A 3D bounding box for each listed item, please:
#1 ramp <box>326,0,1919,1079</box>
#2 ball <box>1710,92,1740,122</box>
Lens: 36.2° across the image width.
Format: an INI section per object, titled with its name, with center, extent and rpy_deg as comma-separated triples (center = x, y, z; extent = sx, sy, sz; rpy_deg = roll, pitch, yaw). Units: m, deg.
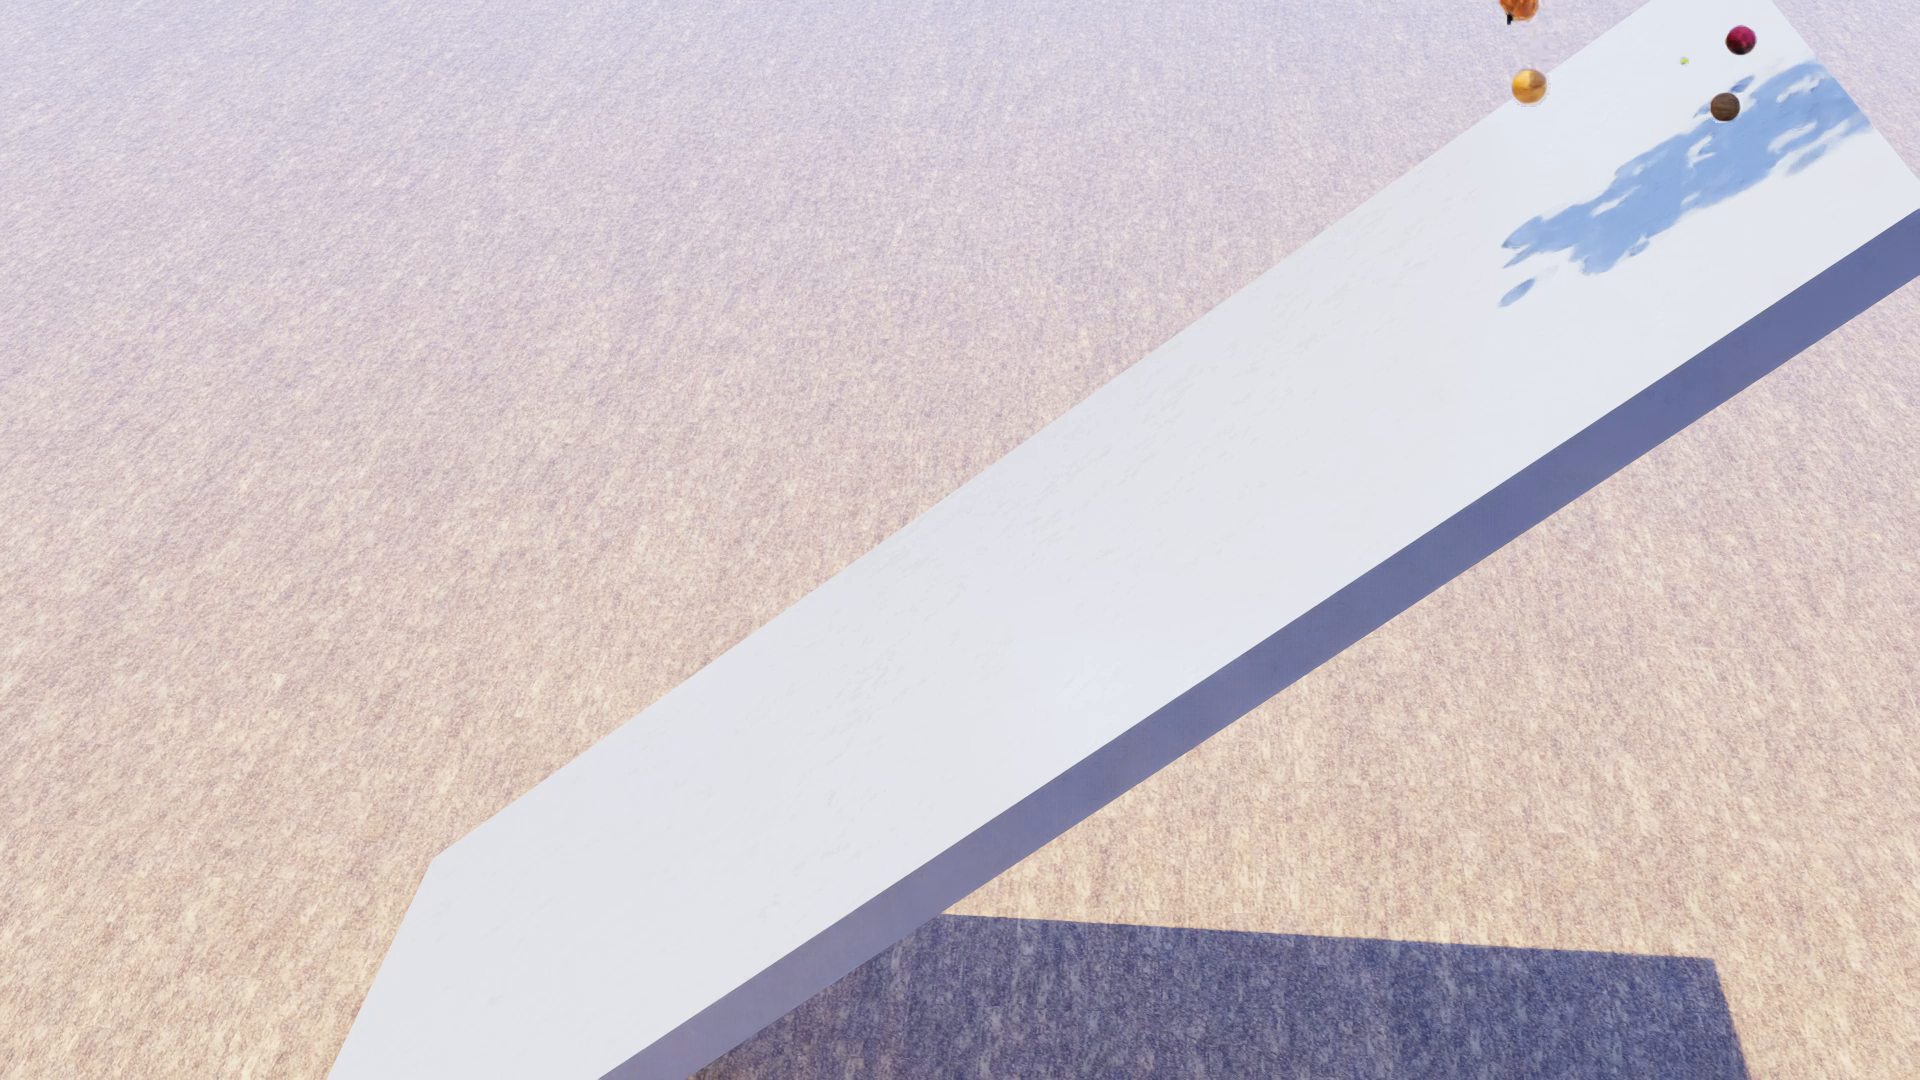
[ramp]
center = 0.126, 0.181, 6.329
extent = 4.000, 0.100, 2.000
rpy_deg = -35, 16, 17
[ball]
center = 1.467, -0.831, 5.639
extent = 0.056, 0.056, 0.056
rpy_deg = 0, 23, 0
